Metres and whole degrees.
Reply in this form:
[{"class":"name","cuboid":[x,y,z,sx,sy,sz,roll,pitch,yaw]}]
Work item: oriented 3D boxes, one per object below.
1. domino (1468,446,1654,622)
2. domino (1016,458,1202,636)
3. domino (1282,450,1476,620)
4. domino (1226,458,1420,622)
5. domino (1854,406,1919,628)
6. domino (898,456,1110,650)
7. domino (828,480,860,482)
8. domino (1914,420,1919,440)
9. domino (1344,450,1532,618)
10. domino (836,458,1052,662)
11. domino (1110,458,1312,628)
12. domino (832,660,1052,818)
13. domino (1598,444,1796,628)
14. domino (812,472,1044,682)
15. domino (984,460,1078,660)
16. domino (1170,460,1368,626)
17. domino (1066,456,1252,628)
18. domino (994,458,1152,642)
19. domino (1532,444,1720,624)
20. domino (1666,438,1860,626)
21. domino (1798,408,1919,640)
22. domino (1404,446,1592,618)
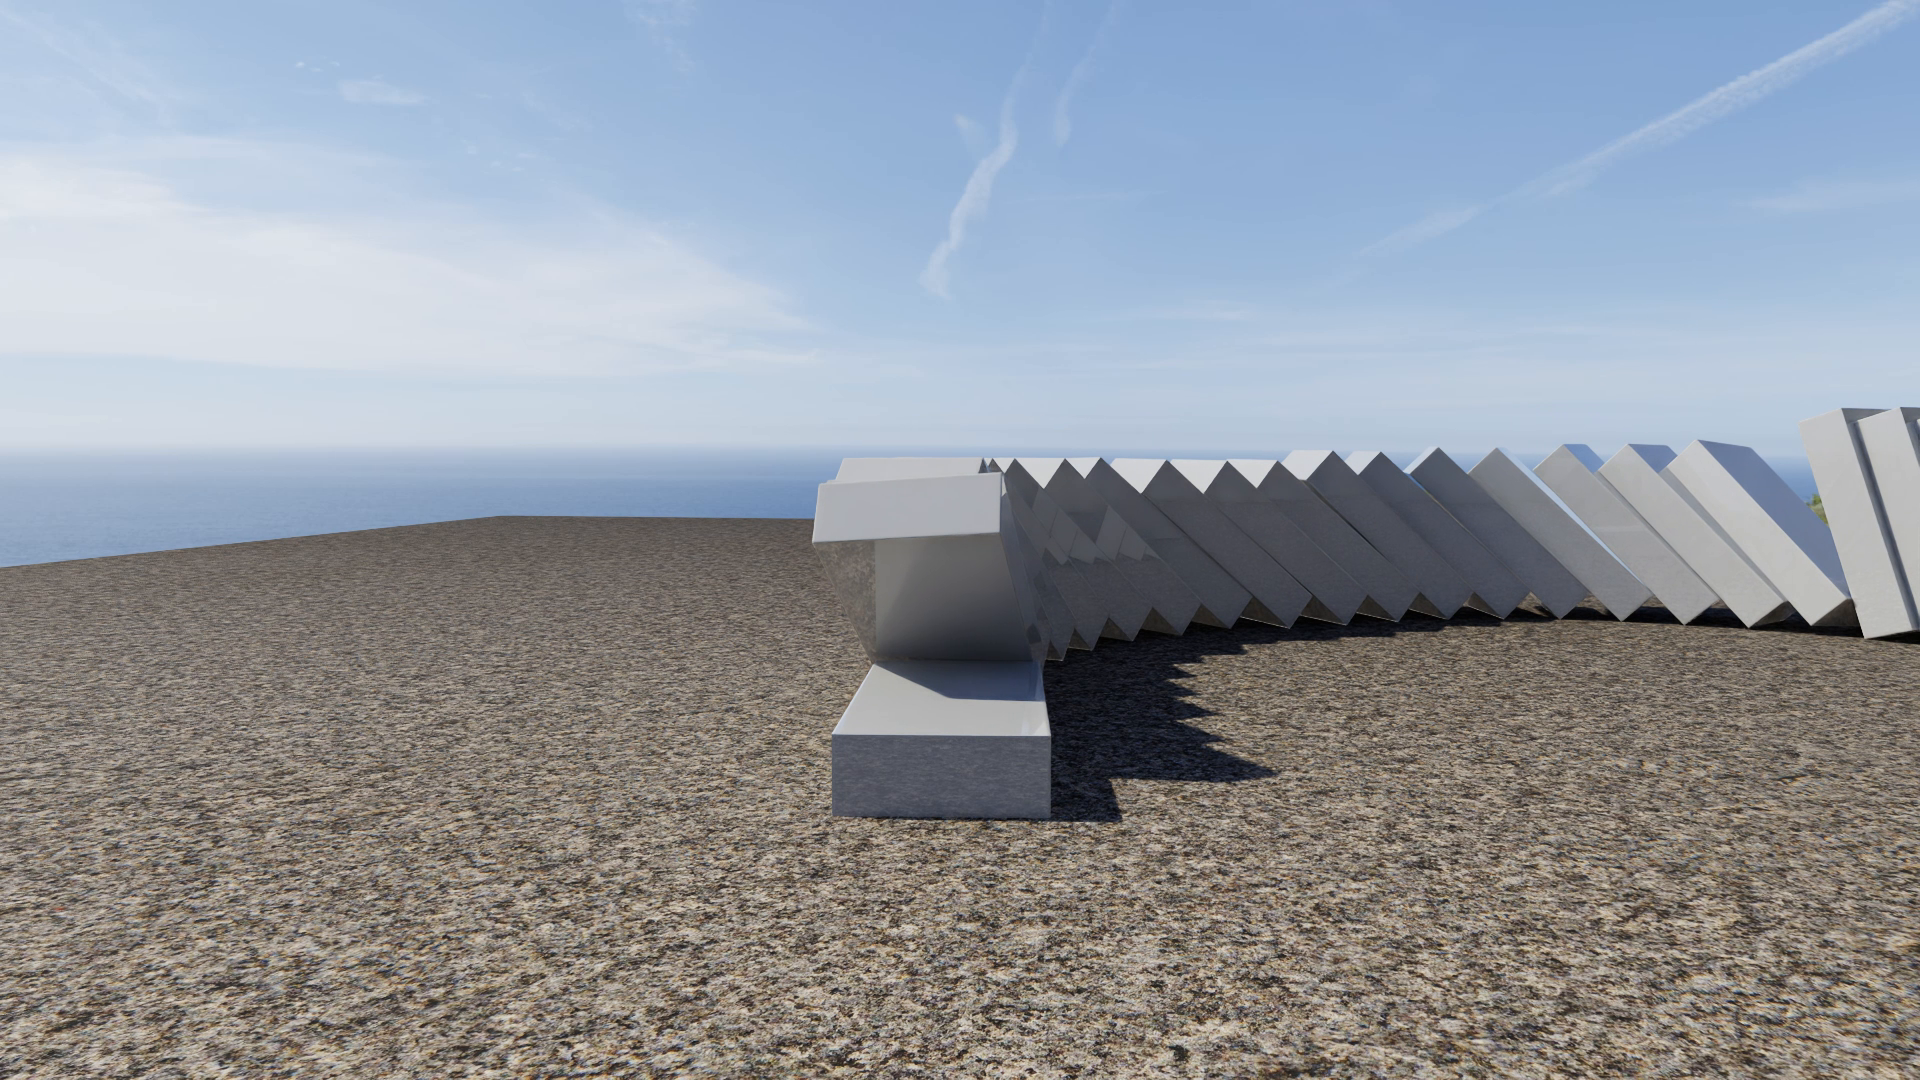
[{"class":"domino","cuboid":[0.151,-0.003,0.323,0.050,0.009,0.025,49,23,16]},{"class":"domino","cuboid":[0.029,0.001,0.284,0.050,0.009,0.025,43,-19,-27]},{"class":"domino","cuboid":[0.102,-0.002,0.319,0.050,0.010,0.025,43,-1,-8]},{"class":"domino","cuboid":[0.086,0.000,0.313,0.050,0.010,0.025,39,-6,-15]},{"class":"domino","cuboid":[0.214,-0.004,0.280,0.025,0.050,0.009,-2,-14,-29]},{"class":"domino","cuboid":[0.007,0.003,0.260,0.025,0.010,0.050,4,-35,42]},{"class":"domino","cuboid":[-0.004,0.008,0.209,0.025,0.009,0.050,1,-32,14]},{"class":"domino","cuboid":[0.222,-0.003,0.273,0.025,0.050,0.010,-2,-14,-29]},{"class":"domino","cuboid":[0.118,-0.002,0.323,0.050,0.009,0.025,43,5,-1]},{"class":"domino","cuboid":[-0.002,0.005,0.227,0.025,0.010,0.050,1,-37,21]},{"class":"domino","cuboid":[0.057,0.000,0.301,0.050,0.009,0.025,40,-9,-18]},{"class":"domino","cuboid":[-0.001,0.025,0.171,0.025,0.010,0.050,0,4,2]},{"class":"domino","cuboid":[0.181,-0.002,0.311,0.025,0.050,0.010,-3,-40,-41]},{"class":"domino","cuboid":[-0.003,0.009,0.190,0.025,0.009,0.050,-3,-32,9]},{"class":"domino","cuboid":[0.001,0.004,0.243,0.025,0.009,0.050,3,-36,31]},{"class":"domino","cuboid":[0.071,0.000,0.306,0.050,0.009,0.025,40,-9,-18]},{"class":"domino","cuboid":[0.042,0.001,0.296,0.050,0.010,0.025,40,-11,-18]},{"class":"domino","cuboid":[0.017,0.002,0.274,0.050,0.010,0.025,44,-22,-29]},{"class":"domino","cuboid":[0.167,-0.003,0.318,0.025,0.050,0.009,-6,-37,-52]},{"class":"domino","cuboid":[0.194,-0.002,0.305,0.025,0.010,0.050,3,47,-32]},{"class":"domino","cuboid":[0.206,-0.004,0.287,0.025,0.050,0.010,-2,-14,-30]},{"class":"domino","cuboid":[0.135,-0.003,0.325,0.050,0.010,0.025,46,14,8]}]
